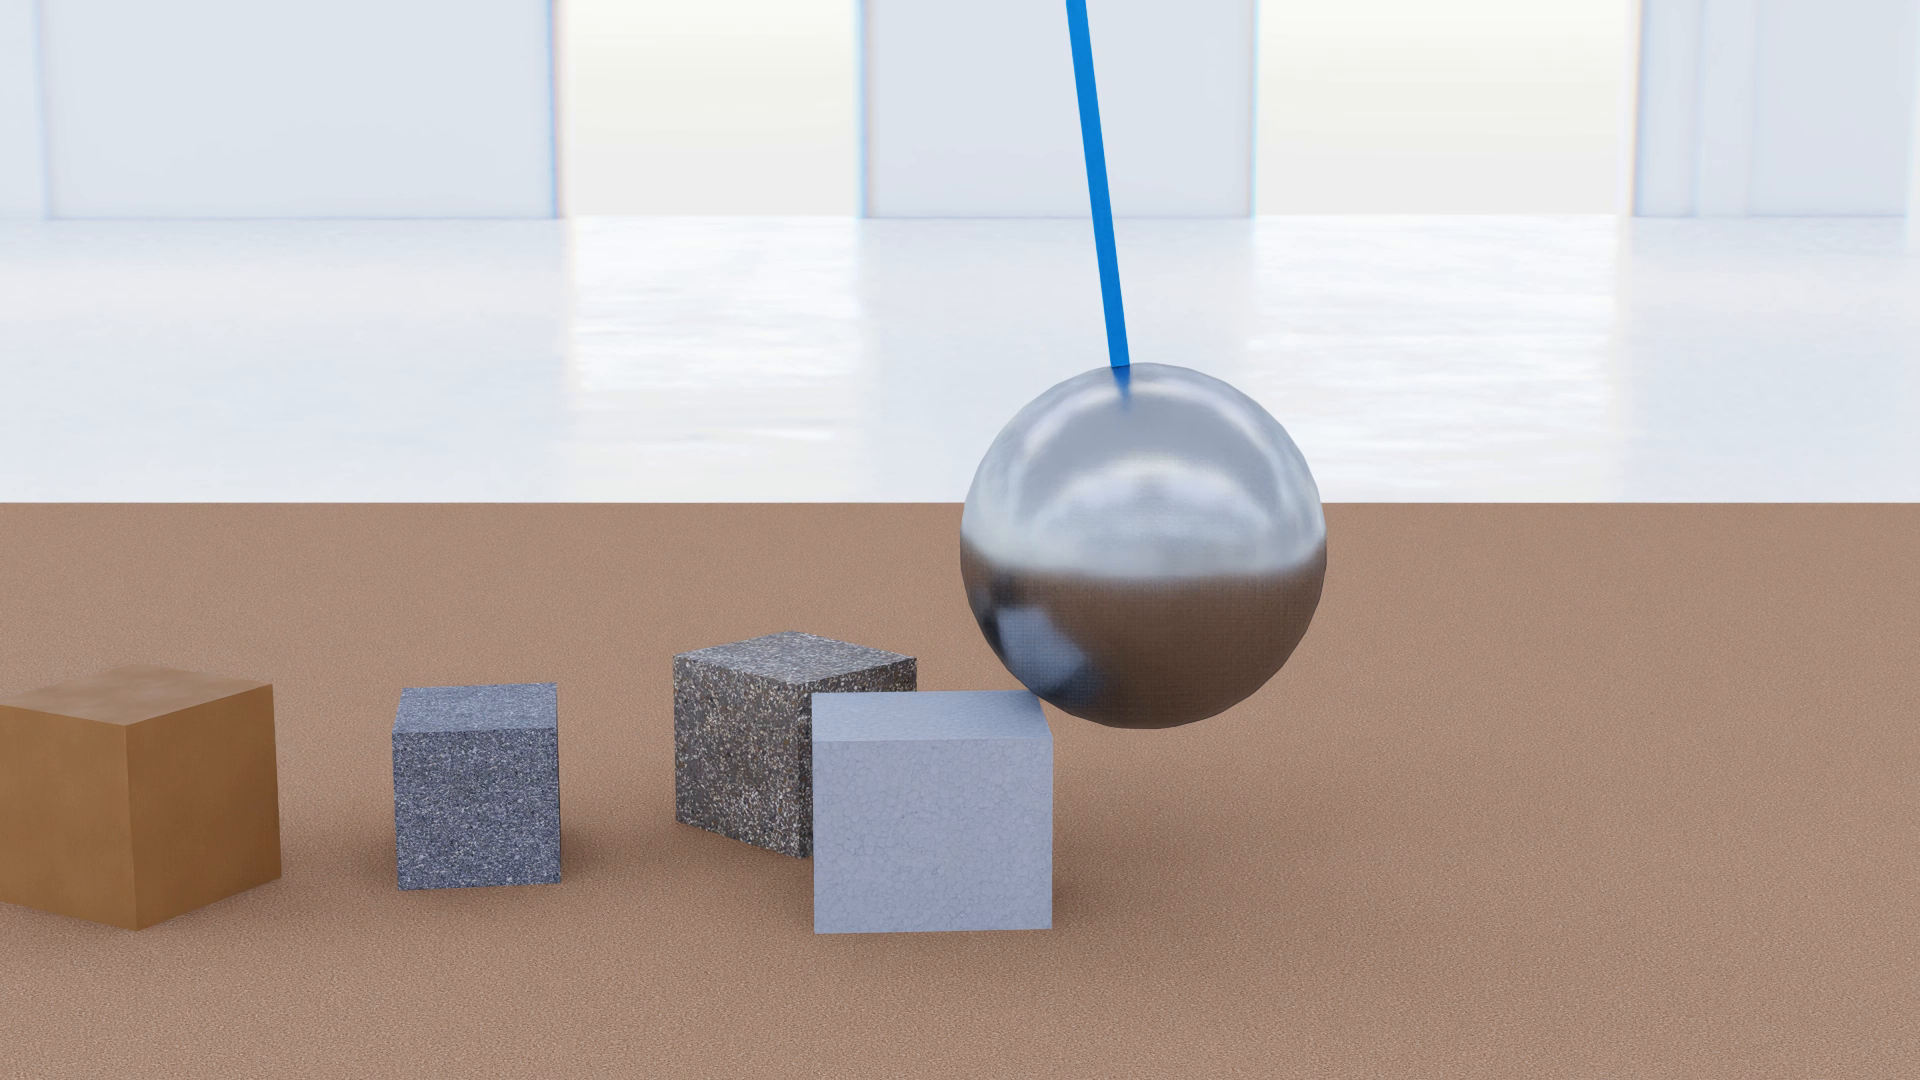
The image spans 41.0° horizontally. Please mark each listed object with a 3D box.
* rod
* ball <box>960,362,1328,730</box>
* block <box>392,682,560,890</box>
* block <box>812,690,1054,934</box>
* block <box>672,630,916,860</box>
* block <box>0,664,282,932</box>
[{"bbox_3d":[0.345,-3.289,10.582,0.080,5.200,0.080,-8,10,1],"label":"rod"},{"bbox_3d":[0.796,0.026,11.185,1.600,1.600,1.600,0,10,0],"label":"ball"},{"bbox_3d":[-2.164,1.096,11.566,0.701,0.706,0.844,-2,10,-9],"label":"block"},{"bbox_3d":[-0.135,1.145,10.975,0.986,0.820,0.833,-1,10,-3],"label":"block"},{"bbox_3d":[-0.777,0.944,12.107,0.866,0.811,0.755,10,14,43],"label":"block"},{"bbox_3d":[-3.564,1.090,11.117,0.819,0.879,0.841,6,12,29],"label":"block"}]
